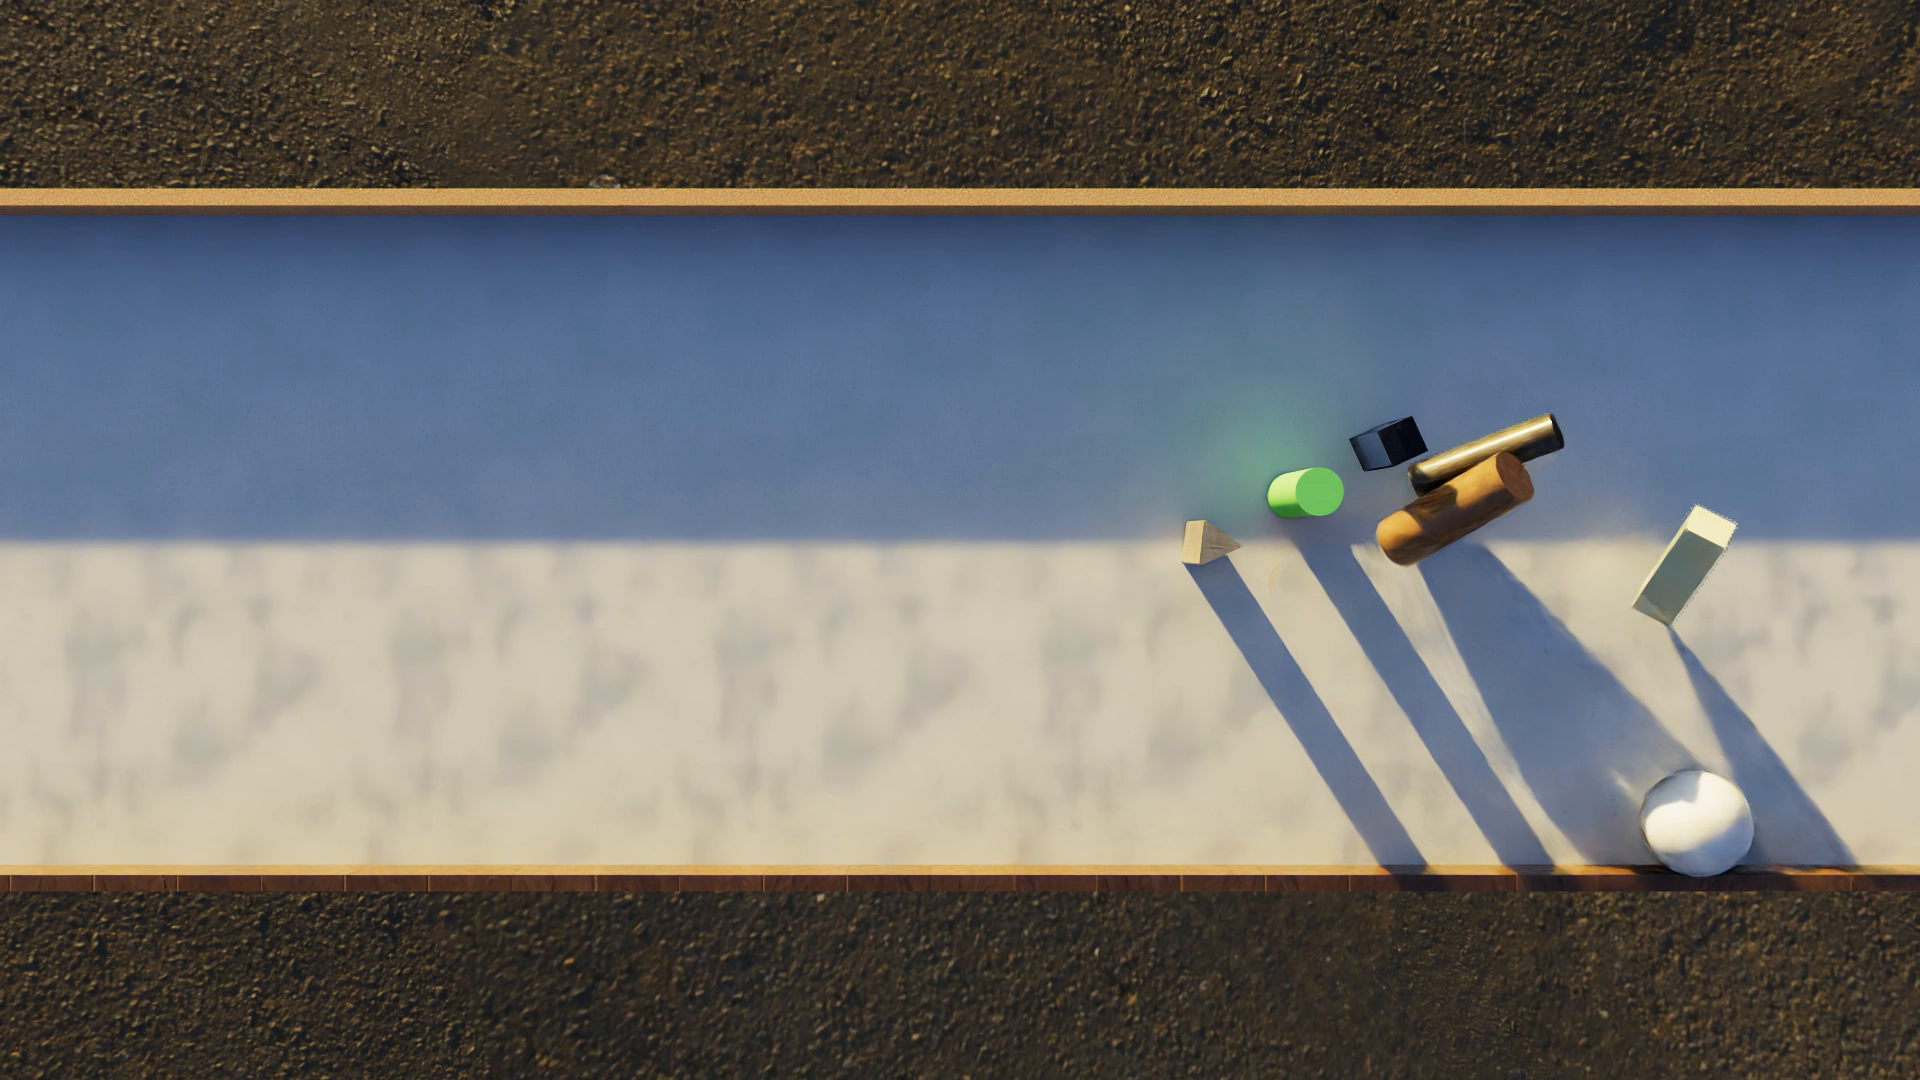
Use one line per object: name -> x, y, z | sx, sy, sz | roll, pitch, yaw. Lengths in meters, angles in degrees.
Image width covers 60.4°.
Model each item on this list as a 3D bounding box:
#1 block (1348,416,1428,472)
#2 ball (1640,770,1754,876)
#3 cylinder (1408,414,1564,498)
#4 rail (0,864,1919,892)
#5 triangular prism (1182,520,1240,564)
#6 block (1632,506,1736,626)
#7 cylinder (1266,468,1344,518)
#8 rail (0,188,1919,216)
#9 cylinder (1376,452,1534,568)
block -> 1.271, -0.283, 4.906 | 0.112, 0.341, 0.112 | -24, 90, 0
ball -> 2.193, 0.844, 4.913 | 0.313, 0.313, 0.313 | 0, 90, 0
cylinder -> 1.568, -0.247, 4.923 | 0.437, 0.107, 0.107 | -22, 90, 29
rail -> -2.247, 1.025, 5.001 | 12.000, 0.150, 0.050 | 0, 90, 0
triangular prism -> 0.721, -0.006, 4.892 | 0.126, 0.369, 0.110 | -24, 90, 0
block -> 2.136, 0.080, 4.877 | 0.119, 0.355, 0.119 | 30, 50, 17
cylinder -> 1.013, -0.136, 4.861 | 0.137, 0.432, 0.137 | 0, 90, 0
rail -> -2.247, -1.025, 5.002 | 12.000, 0.150, 0.050 | 0, 90, 0
cylinder -> 1.454, -0.086, 4.864 | 0.162, 0.162, 0.445 | 53, 134, 0
